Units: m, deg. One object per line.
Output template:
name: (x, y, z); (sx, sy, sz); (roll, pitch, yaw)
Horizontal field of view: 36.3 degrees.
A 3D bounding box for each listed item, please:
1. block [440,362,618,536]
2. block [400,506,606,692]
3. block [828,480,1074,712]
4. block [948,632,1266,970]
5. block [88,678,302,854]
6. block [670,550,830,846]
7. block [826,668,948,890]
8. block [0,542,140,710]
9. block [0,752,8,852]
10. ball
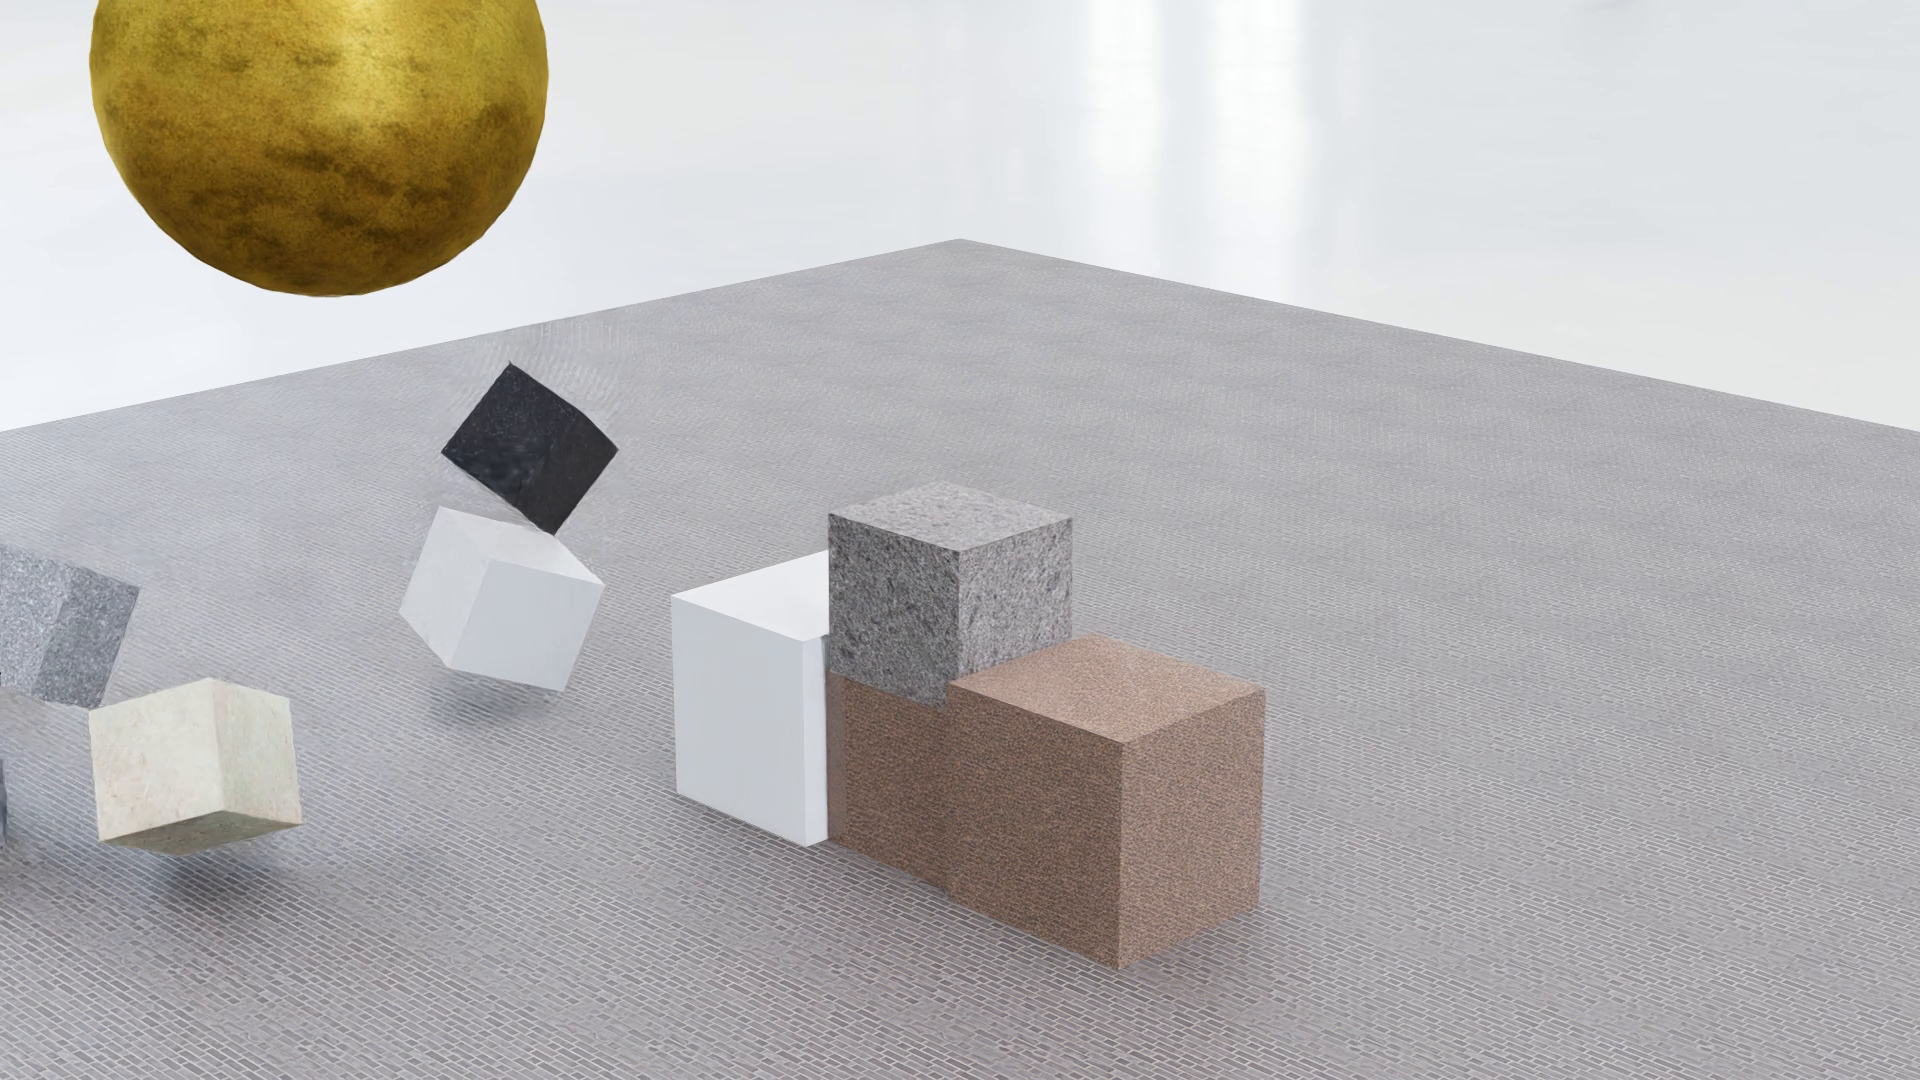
block: (-2.344, -0.484, 16.013); (0.533, 0.620, 0.616); (34, -7, 20)
block: (-2.407, 0.308, 15.377); (0.678, 0.616, 0.740); (15, 13, -36)
block: (-0.046, 0.252, 13.402); (0.840, 0.768, 0.733); (16, 24, 42)
block: (0.643, 1.132, 13.009); (1.030, 1.040, 0.940); (17, 24, 42)
block: (-3.482, 1.041, 13.358); (0.657, 0.604, 0.616); (-15, -16, 18)
block: (-0.679, 0.741, 14.285); (1.067, 1.022, 0.944); (-17, 24, -42)
block: (-0.022, 1.012, 13.693); (0.829, 0.858, 0.867); (-17, 24, -42)
block: (-4.338, 0.372, 13.591); (0.667, 0.613, 0.648); (16, -6, 13)
block: (-4.858, 1.067, 13.691); (0.699, 0.684, 0.732); (-6, 14, -16)
ball: (-2.269, -1.664, 10.441); (1.600, 1.600, 1.600); (0, 17, 0)
